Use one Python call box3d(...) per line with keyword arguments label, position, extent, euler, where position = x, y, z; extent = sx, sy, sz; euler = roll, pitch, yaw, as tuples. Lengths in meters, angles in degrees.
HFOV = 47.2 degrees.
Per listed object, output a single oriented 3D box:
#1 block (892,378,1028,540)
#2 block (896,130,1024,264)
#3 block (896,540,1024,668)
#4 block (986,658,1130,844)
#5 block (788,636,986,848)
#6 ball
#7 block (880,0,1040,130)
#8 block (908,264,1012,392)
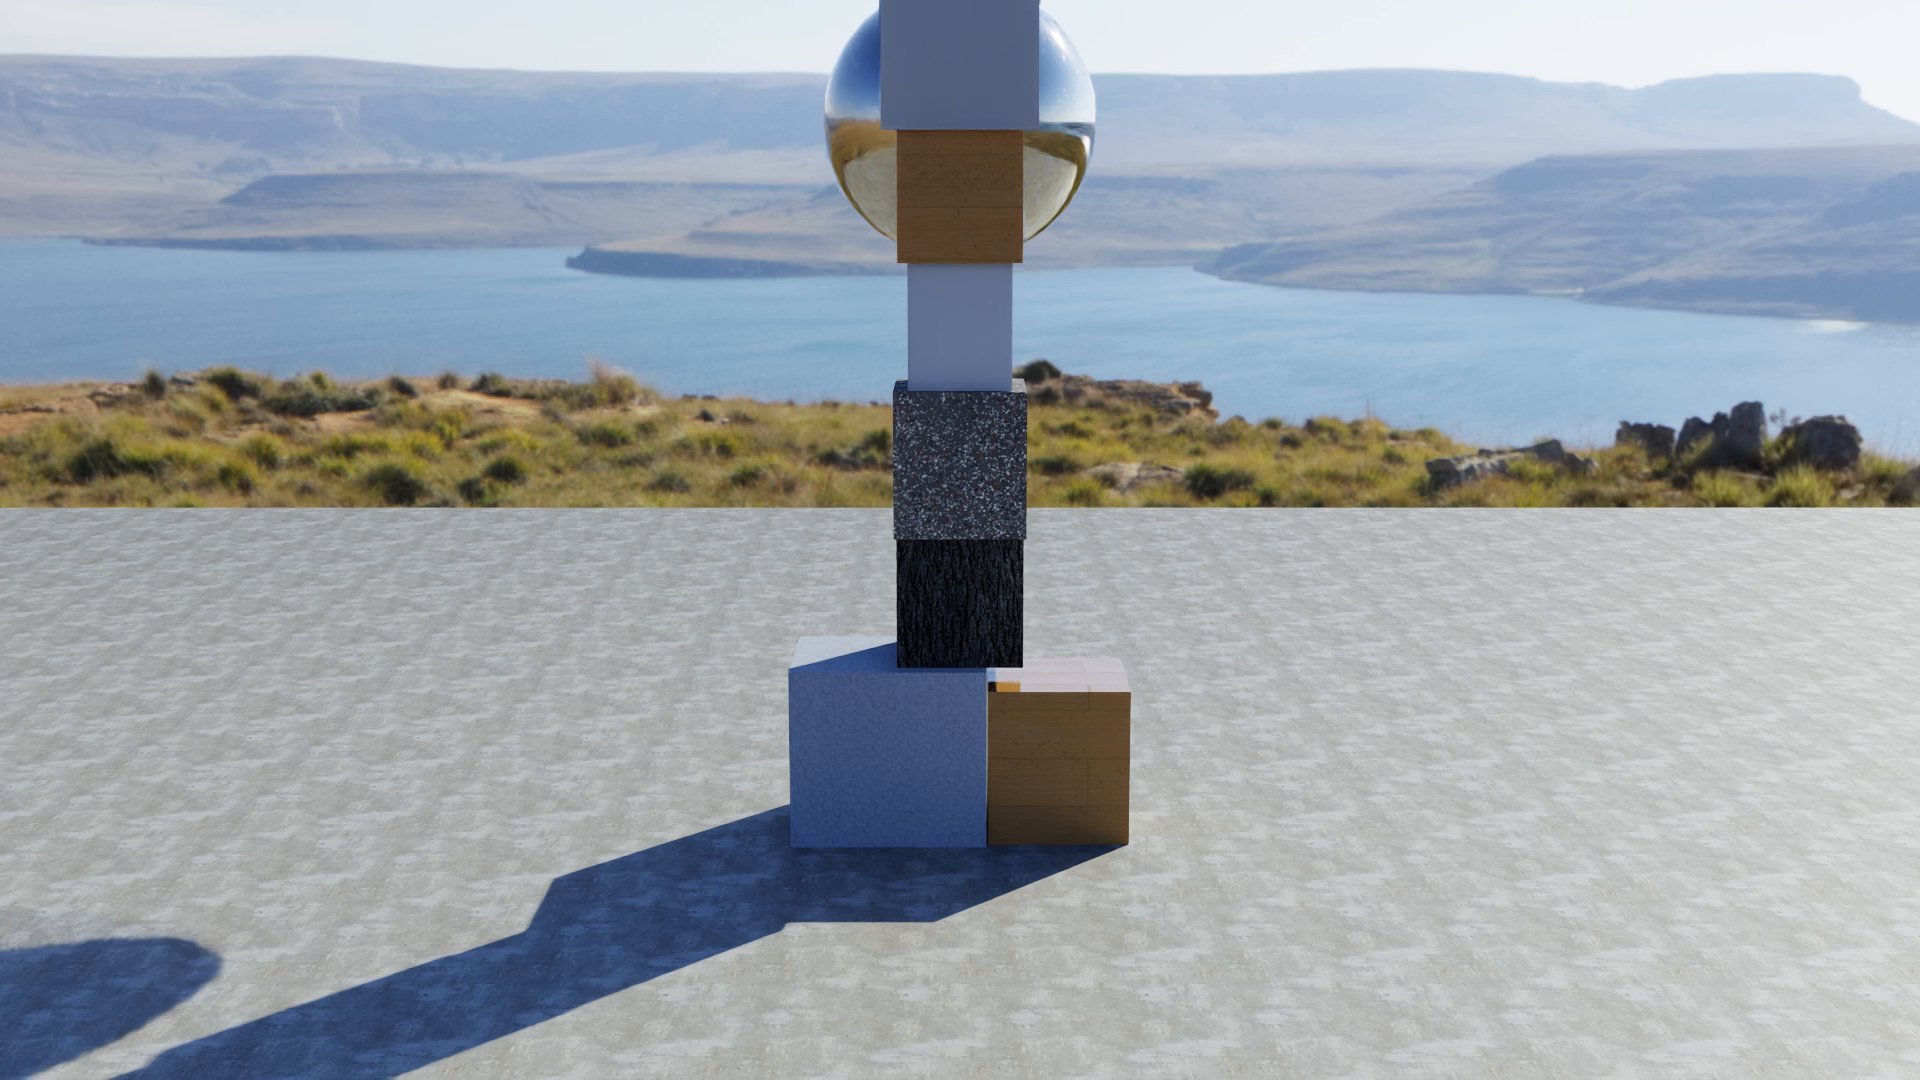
box3d(label="block", position=(0.000, -0.418, 11.122), extent=(0.658, 0.732, 0.619), euler=(0, 10, 0))
box3d(label="block", position=(0.000, -1.705, 10.876), extent=(0.607, 0.634, 0.619), euler=(0, 10, 0))
box3d(label="block", position=(0.000, 0.264, 11.245), extent=(0.631, 0.653, 0.602), euler=(0, 10, 0))
box3d(label="block", position=(0.497, 1.083, 11.390), extent=(0.710, 0.794, 0.723), euler=(0, 10, 0))
box3d(label="block", position=(-0.360, 1.029, 11.382), extent=(0.984, 0.902, 0.810), euler=(0, 10, 0))
box3d(label="ball", position=(0.000, -2.444, 12.844), extent=(1.600, 1.600, 1.600), euler=(0, 10, 0))
box3d(label="block", position=(0.000, -2.410, 10.723), extent=(0.753, 0.808, 0.713), euler=(0, 10, 0))
box3d(label="block", position=(0.000, -1.087, 11.002), extent=(0.512, 0.628, 0.523), euler=(0, 10, 0))
